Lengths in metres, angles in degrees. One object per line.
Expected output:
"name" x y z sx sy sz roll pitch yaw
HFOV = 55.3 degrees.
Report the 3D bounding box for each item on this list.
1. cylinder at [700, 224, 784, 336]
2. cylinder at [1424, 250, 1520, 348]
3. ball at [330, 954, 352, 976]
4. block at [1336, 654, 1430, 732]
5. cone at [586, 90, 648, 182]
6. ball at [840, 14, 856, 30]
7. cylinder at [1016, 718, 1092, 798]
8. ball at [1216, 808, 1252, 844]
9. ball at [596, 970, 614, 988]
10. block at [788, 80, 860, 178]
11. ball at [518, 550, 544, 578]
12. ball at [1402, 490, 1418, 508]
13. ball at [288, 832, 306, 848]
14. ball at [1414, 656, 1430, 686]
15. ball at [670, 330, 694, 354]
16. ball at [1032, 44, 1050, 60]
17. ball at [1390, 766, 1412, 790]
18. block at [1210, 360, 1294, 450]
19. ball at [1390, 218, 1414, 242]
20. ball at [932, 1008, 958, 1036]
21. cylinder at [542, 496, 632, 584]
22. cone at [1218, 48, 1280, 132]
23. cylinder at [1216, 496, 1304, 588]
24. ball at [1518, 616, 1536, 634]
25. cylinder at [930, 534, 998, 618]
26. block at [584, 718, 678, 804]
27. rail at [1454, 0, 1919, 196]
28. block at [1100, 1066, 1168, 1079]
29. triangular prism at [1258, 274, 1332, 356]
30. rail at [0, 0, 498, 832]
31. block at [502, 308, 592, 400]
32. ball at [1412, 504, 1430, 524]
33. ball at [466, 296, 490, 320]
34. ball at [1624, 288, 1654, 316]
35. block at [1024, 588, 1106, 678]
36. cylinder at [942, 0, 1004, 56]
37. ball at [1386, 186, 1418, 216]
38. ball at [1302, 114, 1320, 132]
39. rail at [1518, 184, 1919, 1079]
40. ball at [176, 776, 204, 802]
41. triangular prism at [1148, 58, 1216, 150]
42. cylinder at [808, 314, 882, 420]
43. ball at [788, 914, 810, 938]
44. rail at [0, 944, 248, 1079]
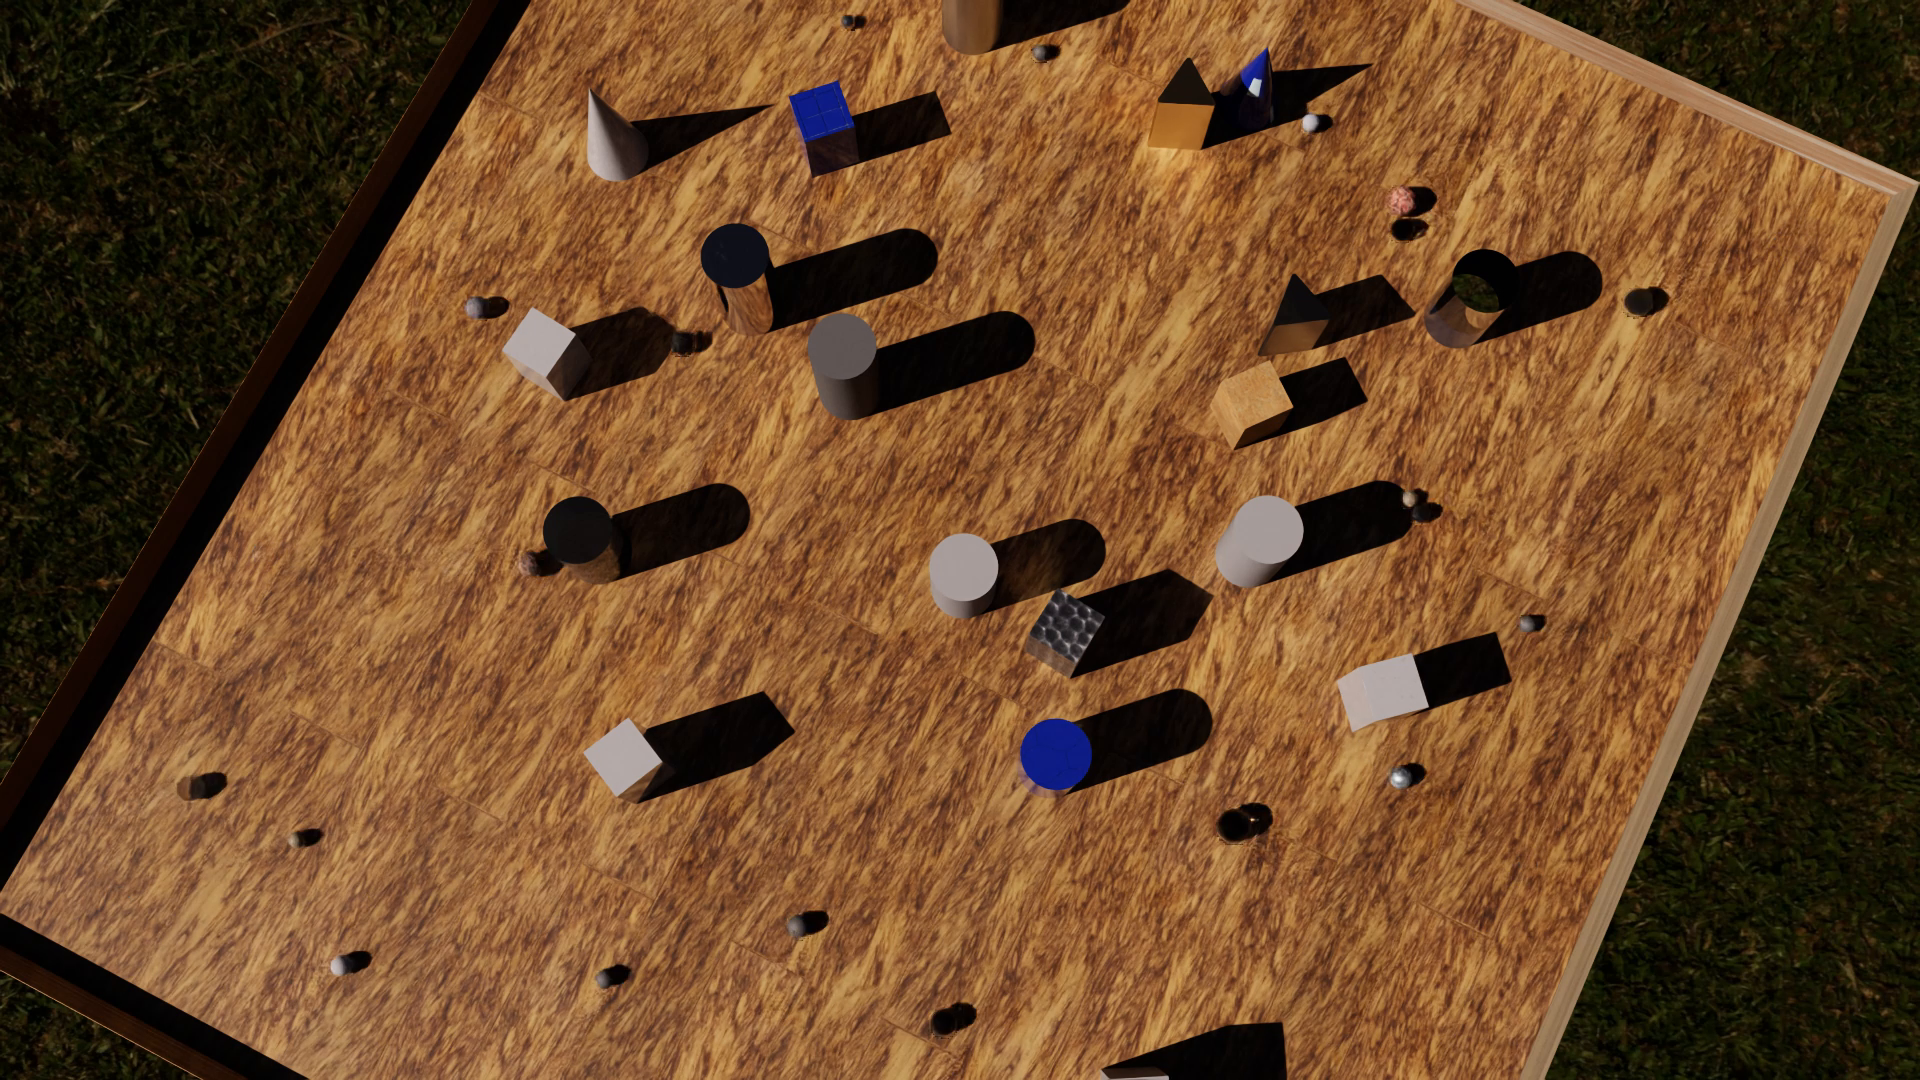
"cylinder" -0.655 -0.782 5.550 0.200 0.448 0.200 0 78 0
"cylinder" 1.557 -0.732 5.592 0.200 0.344 0.200 0 78 0
"ball" -1.798 1.238 5.329 0.062 0.062 0.062 0 78 0
"block" 1.234 0.450 5.365 0.160 0.310 0.160 -14 79 -3
"cone" -1.097 -1.290 5.646 0.200 0.466 0.200 0 78 0
"ball" -0.362 -1.680 5.940 0.049 0.049 0.049 0 78 0
"cylinder" 0.269 0.635 5.301 0.200 0.361 0.200 0 78 0
"ball" 0.806 0.842 5.391 0.100 0.100 0.100 0 78 0
"ball" -1.031 1.275 5.325 0.055 0.055 0.055 0 78 0
"block" -0.423 -1.284 5.743 0.160 0.274 0.160 -19 79 -4
"ball" -1.302 0.073 5.560 0.081 0.081 0.081 0 78 0
"ball" 1.379 -0.126 5.616 0.051 0.051 0.051 0 78 0
"ball" -1.955 0.885 5.407 0.051 0.051 0.051 0 78 0
"ball" 1.349 0.396 5.455 0.098 0.098 0.098 0 78 0
"ball" -0.867 -0.614 5.706 0.074 0.074 0.074 0 78 0
"ball" 0.261 -1.575 5.916 0.053 0.053 0.053 0 78 0
"ball" 1.308 0.706 5.436 0.067 0.067 0.067 0 78 0
"block" 0.883 -0.406 5.567 0.160 0.262 0.160 -24 79 -5
"ball" 1.397 -0.979 5.782 0.073 0.073 0.073 0 78 0
"ball" -0.046 1.392 5.290 0.076 0.076 0.076 0 78 0
"cylinder" -1.103 0.005 5.446 0.200 0.332 0.200 0 78 0
"cone" 0.929 -1.449 5.719 0.200 0.386 0.200 0 78 0
"cylinder" 0.880 0.009 5.418 0.200 0.385 0.200 0 78 0
"ball" 1.715 0.255 5.537 0.053 0.053 0.053 0 78 0
"cylinder" 0.011 0.110 5.435 0.200 0.311 0.200 0 78 0
"block" -0.951 0.644 5.320 0.160 0.320 0.160 -38 81 -7
"rail" 1.042 -2.033 5.970 4.346 0.130 0.045 26 80 5
"block" 0.489 1.569 5.116 0.160 0.345 0.160 -3 78 -1
"triangular prism" 1.008 -0.692 5.604 0.173 0.305 0.150 -8 78 -2
"rail" -1.922 -0.934 5.743 0.045 0.130 4.706 26 80 5
"block" -1.258 -0.565 5.600 0.160 0.261 0.160 31 80 6
"ball" 1.410 -0.081 5.603 0.059 0.059 0.059 0 78 0
"ball" -1.510 -0.726 5.730 0.072 0.072 0.072 0 78 0
"ball" 2.120 -0.744 5.725 0.089 0.089 0.089 0 78 0
"block" 0.305 0.278 5.389 0.160 0.333 0.160 31 80 6
"cylinder" 0.041 -1.709 5.768 0.200 0.397 0.200 0 78 0
"ball" 1.398 -1.071 5.790 0.096 0.096 0.096 0 78 0
"ball" 1.122 -1.334 5.857 0.058 0.058 0.058 0 78 0
"rail" 1.922 0.948 5.353 0.045 0.130 4.706 26 80 5
"ball" -2.280 0.736 5.426 0.075 0.075 0.075 0 78 0
"triangular prism" 0.692 -1.365 5.732 0.173 0.328 0.150 4 78 1
"cylinder" -0.340 -0.514 5.498 0.200 0.441 0.200 0 78 0
"ball" -0.470 1.128 5.349 0.067 0.067 0.067 0 78 0
"rail" -1.042 2.047 5.125 4.346 0.130 0.045 26 80 5
